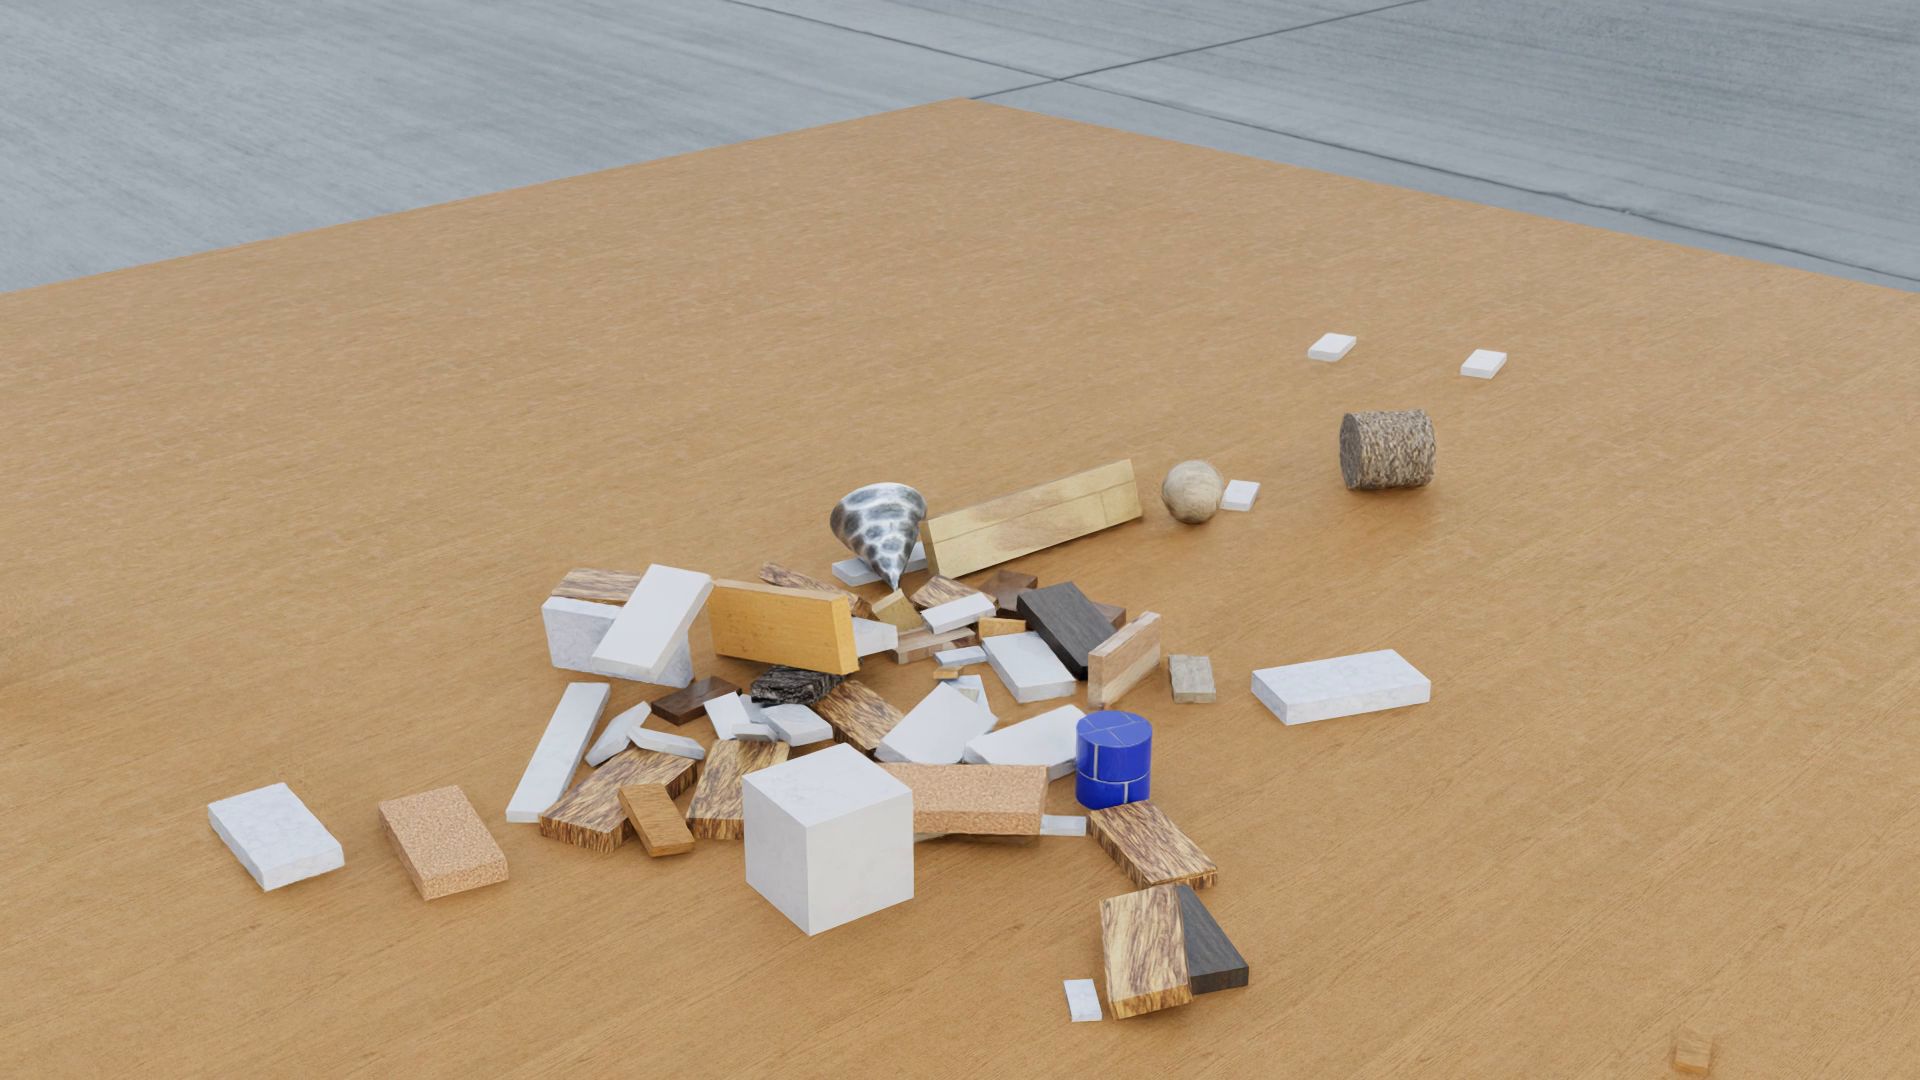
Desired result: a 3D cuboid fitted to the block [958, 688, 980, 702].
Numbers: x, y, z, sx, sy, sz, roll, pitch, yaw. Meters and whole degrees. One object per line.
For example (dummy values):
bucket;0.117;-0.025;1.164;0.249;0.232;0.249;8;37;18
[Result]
block;0.011;0.355;4.840;0.047;0.013;0.095;4;23;9

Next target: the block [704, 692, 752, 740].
block;-0.499;0.390;4.766;0.074;0.021;0.149;-19;36;-13

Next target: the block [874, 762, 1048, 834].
block;-0.068;0.515;4.392;0.472;0.050;0.177;0;26;9

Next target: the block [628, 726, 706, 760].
block;-0.619;0.428;4.640;0.148;0.021;0.074;16;8;-31

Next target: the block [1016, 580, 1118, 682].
block;0.269;0.210;5.124;0.148;0.042;0.295;-13;40;-26

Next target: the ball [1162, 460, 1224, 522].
ball;0.619;-0.128;5.852;0.165;0.165;0.165;0;23;0

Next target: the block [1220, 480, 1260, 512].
block;0.766;-0.122;6.018;0.081;0.023;0.161;7;24;16

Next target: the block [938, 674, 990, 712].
block;0.010;0.355;4.889;0.093;0.026;0.186;-3;23;-6

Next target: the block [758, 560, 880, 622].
block;-0.322;0.141;5.249;0.314;0.044;0.157;19;-13;38

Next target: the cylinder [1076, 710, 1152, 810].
cylinder;0.314;0.453;4.495;0.154;0.154;0.154;0;23;0

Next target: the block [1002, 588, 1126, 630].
block;0.249;0.181;5.285;0.268;0.038;0.134;11;25;24

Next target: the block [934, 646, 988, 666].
block;0.002;0.271;5.102;0.110;0.016;0.055;-8;24;-19

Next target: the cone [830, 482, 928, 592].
cone;-0.181;0.034;5.467;0.250;0.250;0.250;-5;50;-12

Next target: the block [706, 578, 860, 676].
block;-0.408;0.192;4.946;0.048;0.168;0.487;-17;15;-39

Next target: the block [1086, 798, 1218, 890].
block;0.371;0.601;4.292;0.142;0.040;0.283;-9;25;-21

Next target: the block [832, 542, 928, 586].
block;0.076;-0.006;5.738;0.887;0.028;0.098;-14;27;-30

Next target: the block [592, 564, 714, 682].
block;-0.678;0.180;4.871;0.148;0.042;0.295;10;46;20

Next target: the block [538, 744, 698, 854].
block;-0.691;0.523;4.469;0.163;0.046;0.327;11;25;23

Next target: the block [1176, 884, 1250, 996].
block;0.402;0.727;3.997;0.142;0.040;0.283;-7;24;-15

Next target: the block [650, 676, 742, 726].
block;-0.585;0.357;4.887;0.093;0.026;0.185;20;30;39

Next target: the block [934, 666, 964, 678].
block;-0.025;0.300;4.982;0.055;0.016;0.110;-2;3;8

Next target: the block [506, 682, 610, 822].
block;-0.849;0.445;4.681;0.091;0.026;0.574;2;23;3

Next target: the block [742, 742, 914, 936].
block;-0.249;0.560;4.145;0.231;0.231;0.231;-15;27;-32

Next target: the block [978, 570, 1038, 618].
block;0.102;0.132;5.412;0.104;0.029;0.208;10;25;23

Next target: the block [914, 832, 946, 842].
block;-0.077;0.563;4.391;0.186;0.026;0.093;-11;25;-18

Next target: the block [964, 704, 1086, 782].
block;0.169;0.441;4.623;0.295;0.042;0.148;-17;40;-36

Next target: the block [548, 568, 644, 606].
block;-0.815;0.134;5.383;0.336;0.048;0.168;4;23;10

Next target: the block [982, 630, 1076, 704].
block;0.155;0.289;5.032;0.134;0.038;0.268;-7;24;-16

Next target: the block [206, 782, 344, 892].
block;-1.351;0.581;4.334;0.157;0.044;0.314;-16;28;-33

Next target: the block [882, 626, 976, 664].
block;-0.077;0.237;5.164;0.208;0.029;0.104;-13;26;-27

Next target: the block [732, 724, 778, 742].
block;-0.431;0.410;4.629;0.074;0.021;0.149;2;-14;5

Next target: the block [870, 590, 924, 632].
block;-0.146;0.174;5.137;0.081;0.161;0.023;-31;60;1

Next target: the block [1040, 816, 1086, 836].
block;0.145;0.569;4.401;0.214;0.015;0.052;2;23;4

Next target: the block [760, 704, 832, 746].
block;-0.351;0.393;4.704;0.093;0.026;0.185;-11;18;-24

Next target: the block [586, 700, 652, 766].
block;-0.729;0.413;4.694;0.091;0.026;0.182;-29;14;21

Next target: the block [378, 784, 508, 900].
block;-1.017;0.589;4.313;0.163;0.046;0.327;-12;26;-26

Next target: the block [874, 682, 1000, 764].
block;-0.047;0.416;4.653;0.149;0.042;0.298;33;32;11

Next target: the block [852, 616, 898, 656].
block;-0.321;0.217;5.073;0.177;0.050;0.354;-12;13;-37

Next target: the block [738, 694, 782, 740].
block;-0.427;0.388;4.813;0.185;0.026;0.093;13;26;29

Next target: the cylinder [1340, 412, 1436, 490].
cylinder;1.180;-0.248;6.082;0.208;0.208;0.208;-3;23;-7

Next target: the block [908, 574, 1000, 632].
block;-0.013;0.153;5.318;0.208;0.029;0.104;21;52;41

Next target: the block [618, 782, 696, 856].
block;-0.601;0.552;4.350;0.091;0.026;0.182;-3;36;-33

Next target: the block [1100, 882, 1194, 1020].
block;0.329;0.728;3.908;0.142;0.040;0.284;-15;27;8

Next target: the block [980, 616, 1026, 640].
block;0.100;0.214;5.187;0.110;0.055;0.016;4;23;10

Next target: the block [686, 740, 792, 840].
block;-0.449;0.509;4.502;0.163;0.046;0.327;2;23;4

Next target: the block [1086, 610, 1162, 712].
block;0.371;0.271;4.951;0.038;0.134;0.268;14;27;30

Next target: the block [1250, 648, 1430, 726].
block;0.852;0.328;4.925;0.354;0.050;0.177;-8;24;-17

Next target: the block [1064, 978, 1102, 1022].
block;0.214;0.805;3.845;0.052;0.015;0.103;-2;23;-5

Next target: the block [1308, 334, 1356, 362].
block;1.221;-0.633;7.218;0.098;0.028;0.196;11;25;25

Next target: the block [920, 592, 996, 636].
block;-0.005;0.174;5.211;0.161;0.023;0.081;-17;31;-19

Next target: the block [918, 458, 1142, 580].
block;0.191;-0.056;5.684;0.687;0.157;0.044;-18;8;-35

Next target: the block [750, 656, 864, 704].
block;-0.340;0.300;4.922;0.149;0.042;0.298;-1;14;19

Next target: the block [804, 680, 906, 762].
block;-0.212;0.396;4.774;0.149;0.042;0.298;-14;27;-30

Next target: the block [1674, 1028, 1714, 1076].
block;1.238;0.862;3.710;0.052;0.015;0.103;9;25;21

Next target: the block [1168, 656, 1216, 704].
block;0.525;0.315;4.985;0.093;0.026;0.186;1;23;1

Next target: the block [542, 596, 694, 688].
block;-0.777;0.232;4.993;0.336;0.168;0.048;8;35;18

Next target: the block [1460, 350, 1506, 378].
block;1.681;-0.565;7.058;0.098;0.028;0.196;11;25;25
